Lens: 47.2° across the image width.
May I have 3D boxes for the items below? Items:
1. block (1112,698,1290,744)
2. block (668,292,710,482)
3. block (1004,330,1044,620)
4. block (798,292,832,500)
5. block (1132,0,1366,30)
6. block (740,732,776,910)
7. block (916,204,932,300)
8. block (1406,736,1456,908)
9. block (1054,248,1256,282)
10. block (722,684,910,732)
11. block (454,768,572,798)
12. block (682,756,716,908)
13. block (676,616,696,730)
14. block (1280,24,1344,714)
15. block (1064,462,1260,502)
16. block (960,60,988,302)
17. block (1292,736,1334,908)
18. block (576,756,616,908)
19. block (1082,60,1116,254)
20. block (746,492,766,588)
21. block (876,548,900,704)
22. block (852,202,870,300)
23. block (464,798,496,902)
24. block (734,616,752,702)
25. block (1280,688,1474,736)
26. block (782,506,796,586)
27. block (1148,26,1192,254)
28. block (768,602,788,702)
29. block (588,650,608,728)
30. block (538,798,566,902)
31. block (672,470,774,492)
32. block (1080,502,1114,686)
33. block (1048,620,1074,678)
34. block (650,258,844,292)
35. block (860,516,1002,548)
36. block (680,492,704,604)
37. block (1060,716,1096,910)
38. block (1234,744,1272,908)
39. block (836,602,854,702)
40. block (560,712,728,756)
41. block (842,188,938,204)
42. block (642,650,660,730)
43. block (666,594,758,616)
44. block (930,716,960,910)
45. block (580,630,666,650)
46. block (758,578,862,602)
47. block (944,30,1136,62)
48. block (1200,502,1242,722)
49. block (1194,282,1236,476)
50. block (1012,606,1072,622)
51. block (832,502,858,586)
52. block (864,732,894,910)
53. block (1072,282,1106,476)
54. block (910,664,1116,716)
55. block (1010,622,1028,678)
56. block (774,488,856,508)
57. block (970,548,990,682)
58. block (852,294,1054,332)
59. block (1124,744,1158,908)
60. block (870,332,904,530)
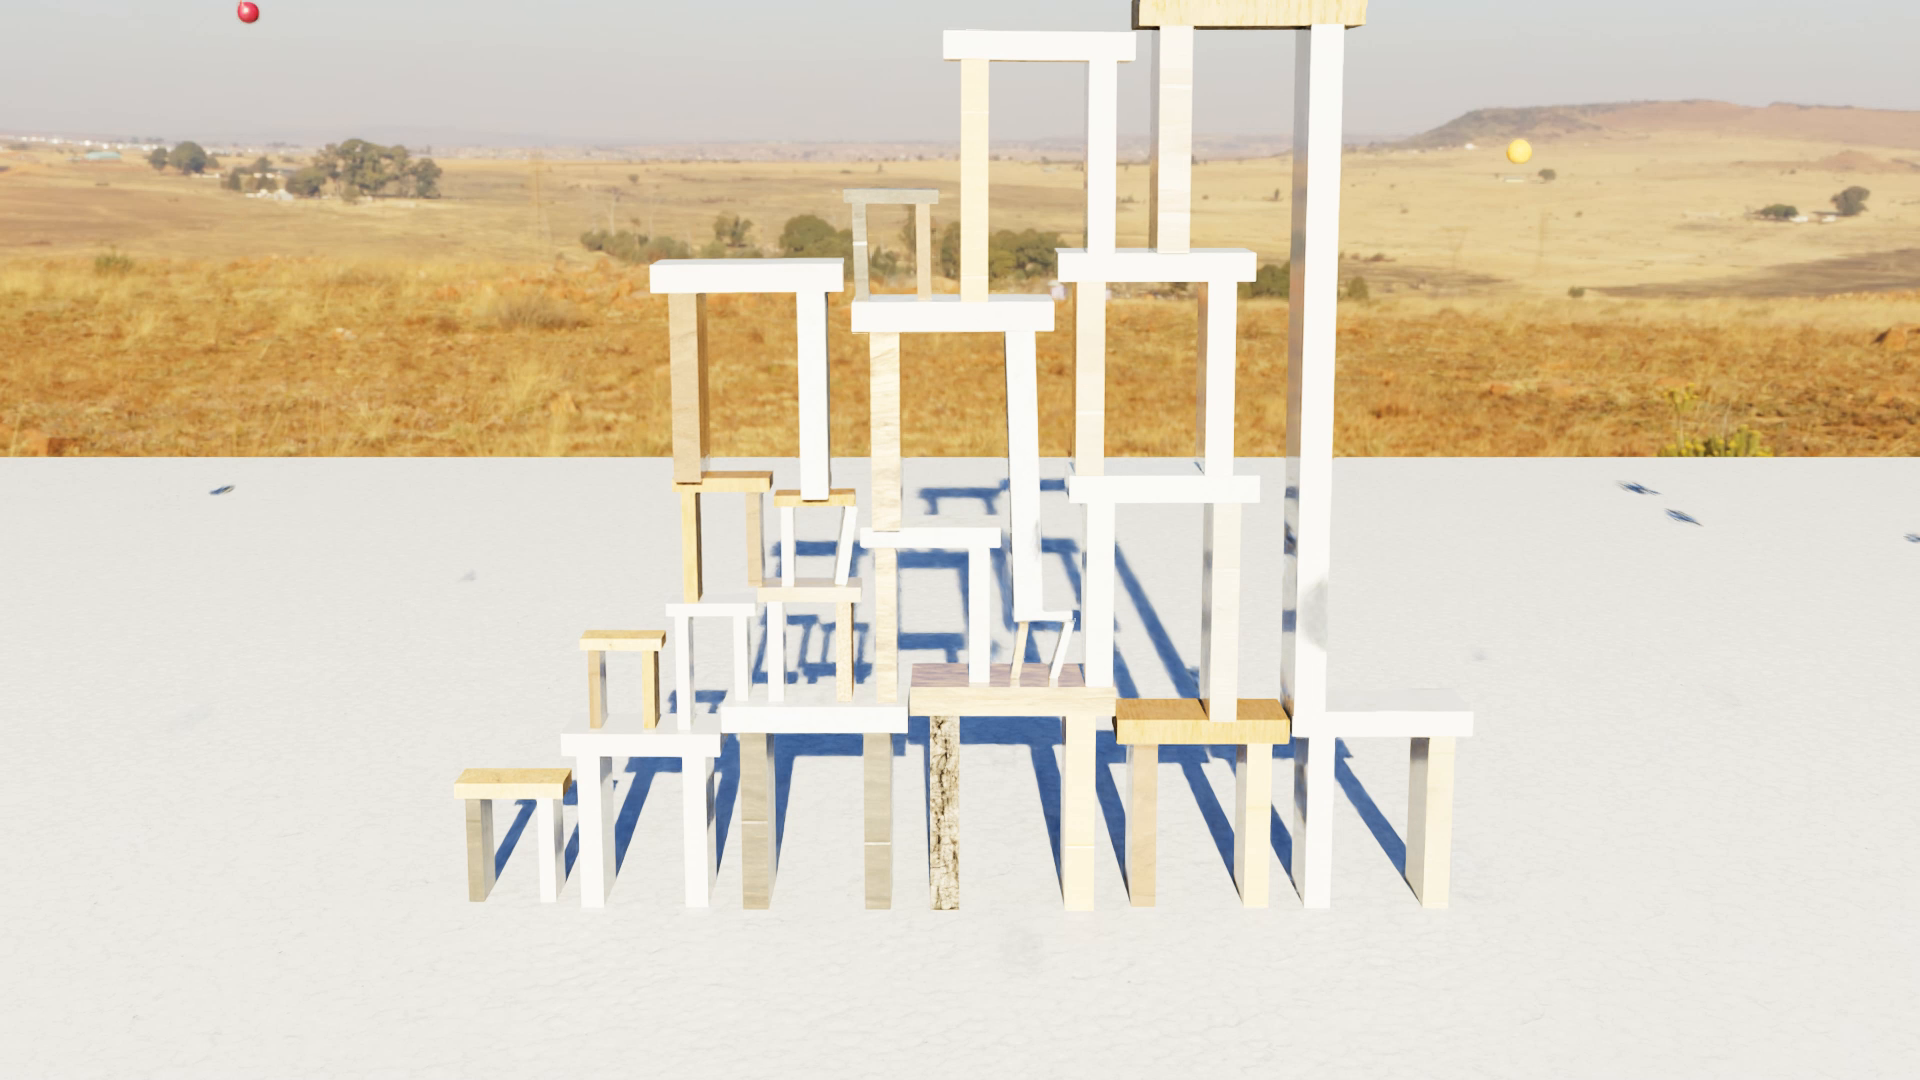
[{"bbox_3d":[0.393,0.297,3.619,0.277,0.039,0.139,0,11,0],"label":"block"},{"bbox_3d":[-0.431,-0.252,3.514,0.042,0.298,0.149,0,11,0],"label":"block"},{"bbox_3d":[0.102,-0.113,3.540,0.044,0.461,0.157,-2,11,0],"label":"block"},{"bbox_3d":[-0.233,-0.239,3.524,0.042,0.328,0.149,-1,11,-1],"label":"block"},{"bbox_3d":[0.443,-0.819,3.406,0.343,0.049,0.171,0,11,0],"label":"block"},{"bbox_3d":[-0.333,0.444,3.639,0.042,0.299,0.149,0,11,0],"label":"block"},{"bbox_3d":[-0.057,-0.457,3.473,0.021,0.149,0.074,-1,10,0],"label":"block"},{"bbox_3d":[0.779,0.446,3.646,0.041,0.291,0.145,0,11,0],"label":"block"},{"bbox_3d":[0.305,-0.436,3.476,0.305,0.043,0.153,0,11,0],"label":"block"},{"bbox_3d":[-0.234,0.276,3.609,0.299,0.042,0.149,0,11,0],"label":"block"},{"bbox_3d":[-0.738,0.403,3.638,0.177,0.025,0.089,0,11,0],"label":"block"},{"bbox_3d":[-0.431,0.464,3.645,0.036,0.257,0.128,0,11,0],"label":"block"},{"bbox_3d":[-0.449,0.210,3.594,0.020,0.190,0.071,0,11,0],"label":"block"},{"bbox_3d":[0.559,-0.265,3.506,0.049,1.077,0.171,0,11,1],"label":"block"},{"bbox_3d":[0.322,-0.094,3.539,0.300,0.042,0.150,0,11,0],"label":"block"},{"bbox_3d":[0.022,-0.563,3.447,0.041,0.369,0.146,0,11,0],"label":"block"},{"bbox_3d":[0.585,0.446,3.646,0.041,0.291,0.145,0,11,0],"label":"block"},{"bbox_3d":[-0.602,0.464,3.645,0.036,0.257,0.128,0,11,0],"label":"block"},{"bbox_3d":[0.218,-0.600,3.441,0.041,0.292,0.146,0,11,0],"label":"block"},{"bbox_3d":[-0.331,-0.008,3.560,0.022,0.155,0.077,-1,11,0],"label":"block"},{"bbox_3d":[-0.118,0.127,3.586,0.032,0.257,0.112,0,11,0],"label":"block"},{"bbox_3d":[-0.156,-0.457,3.474,0.021,0.148,0.074,-2,10,0],"label":"block"},{"bbox_3d":[-0.797,0.502,3.657,0.025,0.177,0.089,0,11,0],"label":"block"},{"bbox_3d":[-0.354,0.185,3.590,0.020,0.142,0.071,0,11,0],"label":"block"},{"bbox_3d":[0.681,0.283,3.613,0.291,0.041,0.145,0,11,0],"label":"block"},{"bbox_3d":[-0.277,0.005,3.563,0.018,0.129,0.064,0,11,-1],"label":"block"},{"bbox_3d":[0.329,-0.626,3.442,0.049,0.343,0.171,0,11,0],"label":"block"},{"bbox_3d":[-0.298,0.173,3.591,0.023,0.166,0.083,0,11,0],"label":"block"},{"bbox_3d":[-0.594,0.237,3.604,0.019,0.131,0.066,0,11,0],"label":"block"},{"bbox_3d":[-0.679,0.502,3.657,0.025,0.177,0.089,0,11,0],"label":"block"},{"bbox_3d":[-0.382,-0.094,3.542,0.155,0.022,0.077,0,11,0],"label":"block"},{"bbox_3d":[0.223,0.074,3.571,0.042,0.300,0.150,0,11,0],"label":"block"},{"bbox_3d":[0.165,0.175,3.591,0.013,0.095,0.047,15,10,-3],"label":"block"},{"bbox_3d":[-0.333,-0.420,3.485,0.298,0.042,0.149,-1,11,-2],"label":"block"},{"bbox_3d":[-0.045,-0.014,3.556,0.223,0.032,0.112,0,11,1],"label":"block"},{"bbox_3d":[-0.434,0.006,3.561,0.022,0.182,0.077,0,11,0],"label":"block"},{"bbox_3d":[0.194,0.428,3.640,0.047,0.329,0.164,0,11,0],"label":"block"},{"bbox_3d":[0.485,0.453,3.648,0.039,0.277,0.139,0,11,0],"label":"block"},{"bbox_3d":[-0.188,0.173,3.591,0.023,0.166,0.083,0,11,0],"label":"block"},{"bbox_3d":[-0.516,0.320,3.618,0.257,0.036,0.128,0,11,0],"label":"block"},{"bbox_3d":[-0.108,-0.541,3.460,0.148,0.021,0.074,1,10,0],"label":"block"},{"bbox_3d":[-0.506,0.237,3.604,0.019,0.131,0.066,0,11,0],"label":"block"},{"bbox_3d":[-0.402,0.106,3.574,0.142,0.020,0.071,0,11,0],"label":"block"},{"bbox_3d":[-0.025,0.428,3.640,0.047,0.329,0.164,0,11,0],"label":"block"},{"bbox_3d":[-0.550,0.163,3.590,0.131,0.019,0.066,0,11,0],"label":"block"},{"bbox_3d":[-0.243,0.080,3.573,0.166,0.023,0.083,0,11,0],"label":"block"},{"bbox_3d":[0.120,-0.764,3.410,0.292,0.041,0.146,0,11,0],"label":"block"},{"bbox_3d":[0.422,0.103,3.576,0.042,0.358,0.150,0,11,0],"label":"block"},{"bbox_3d":[0.407,-0.265,3.509,0.043,0.305,0.153,0,11,0],"label":"block"},{"bbox_3d":[0.134,0.120,3.582,0.095,0.013,0.047,-2,11,0],"label":"block"},{"bbox_3d":[-0.187,0.003,3.568,0.018,0.129,0.064,7,9,-9],"label":"block"},{"bbox_3d":[-0.134,0.444,3.639,0.042,0.299,0.149,0,11,0],"label":"block"},{"bbox_3d":[0.204,-0.265,3.509,0.043,0.305,0.153,0,11,0],"label":"block"},{"bbox_3d":[0.085,0.244,3.606,0.329,0.047,0.164,0,11,0],"label":"block"},{"bbox_3d":[0.097,0.174,3.591,0.013,0.094,0.047,9,10,-2],"label":"block"},{"bbox_3d":[-0.234,-0.068,3.551,0.129,0.018,0.064,-1,11,-2],"label":"block"},{"bbox_3d":[0.031,0.111,3.585,0.032,0.223,0.112,0,11,0],"label":"block"},{"bbox_3d":[-0.011,-0.361,3.492,0.314,0.044,0.157,0,11,0],"label":"block"},{"bbox_3d":[0.300,0.453,3.648,0.039,0.277,0.139,0,11,0],"label":"block"},{"bbox_3d":[-0.116,-0.184,3.524,0.044,0.314,0.157,0,11,0],"label":"block"}]
